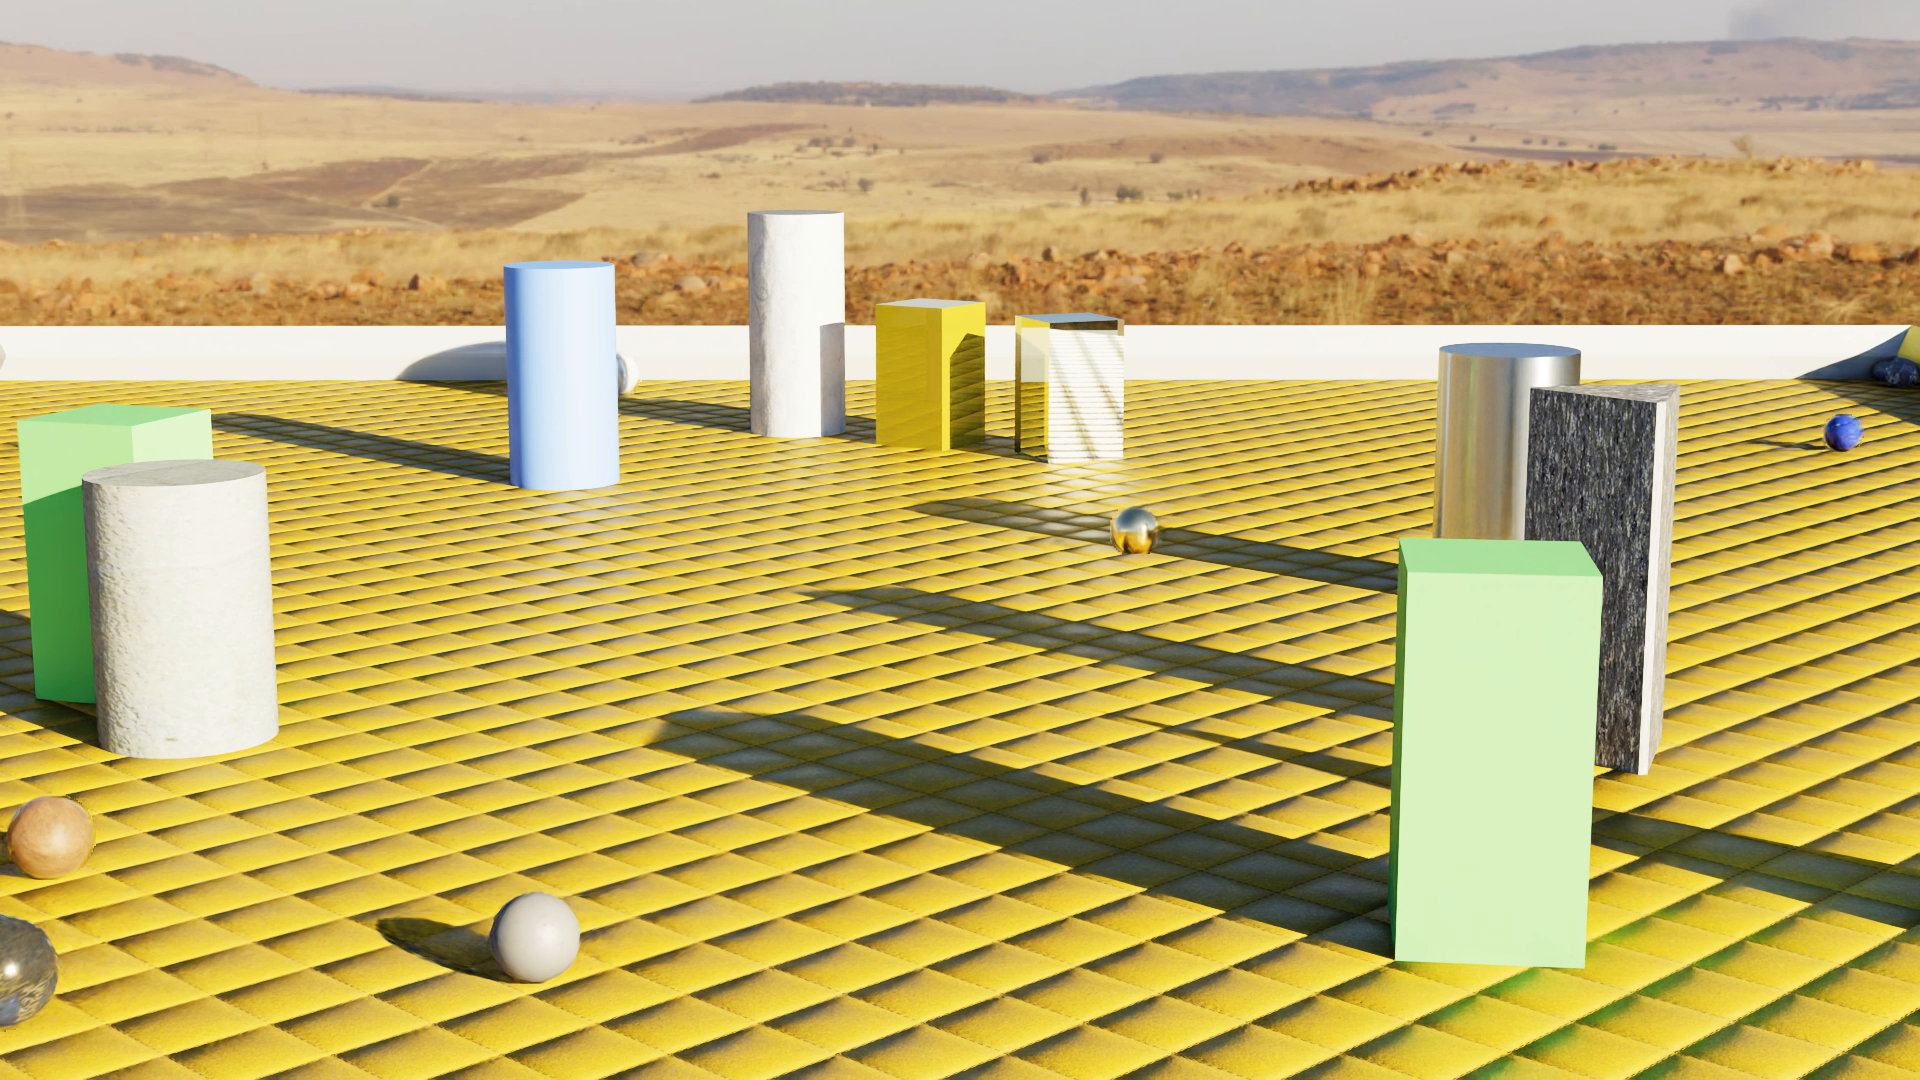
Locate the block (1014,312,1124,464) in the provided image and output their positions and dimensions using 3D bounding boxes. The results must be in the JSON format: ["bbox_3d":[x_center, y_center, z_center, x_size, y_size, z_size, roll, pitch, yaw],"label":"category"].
[{"bbox_3d":[0.203,-0.286,4.792,0.152,0.259,0.152,-4,11,-23],"label":"block"}]

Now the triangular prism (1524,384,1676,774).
[{"bbox_3d":[0.710,0.033,2.728,0.143,0.388,0.165,-9,14,-39],"label":"triangular prism"}]

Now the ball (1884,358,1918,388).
[{"bbox_3d":[2.132,-0.380,5.814,0.069,0.069,0.069,0,11,0],"label":"ball"}]

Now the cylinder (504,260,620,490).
[{"bbox_3d":[-0.695,-0.290,4.482,0.190,0.380,0.190,0,11,0],"label":"cylinder"}]

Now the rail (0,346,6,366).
[{"bbox_3d":[-2.201,0.034,3.437,0.045,0.124,5.095,0,11,0],"label":"rail"}]

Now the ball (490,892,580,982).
[{"bbox_3d":[-0.340,0.318,2.056,0.072,0.072,0.072,0,11,0],"label":"ball"}]

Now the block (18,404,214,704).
[{"bbox_3d":[-0.976,0.015,2.994,0.152,0.325,0.152,3,11,17],"label":"block"}]

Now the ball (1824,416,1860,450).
[{"bbox_3d":[1.675,-0.203,4.871,0.067,0.067,0.067,0,11,0],"label":"ball"}]

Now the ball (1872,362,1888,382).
[{"bbox_3d":[2.131,-0.389,5.925,0.047,0.047,0.047,0,11,0],"label":"ball"}]

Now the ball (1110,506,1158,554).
[{"bbox_3d":[0.262,-0.014,3.845,0.071,0.071,0.071,0,11,0],"label":"ball"}]

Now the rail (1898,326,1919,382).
[{"bbox_3d":[2.201,0.029,3.462,0.045,0.124,5.095,0,11,0],"label":"rail"}]

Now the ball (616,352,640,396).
[{"bbox_3d":[-0.758,-0.368,5.682,0.095,0.095,0.095,0,11,0],"label":"ball"}]

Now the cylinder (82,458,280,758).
[{"bbox_3d":[-0.845,0.071,2.785,0.190,0.292,0.190,0,11,0],"label":"cylinder"}]

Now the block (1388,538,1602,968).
[{"bbox_3d":[0.442,0.173,2.143,0.152,0.325,0.152,1,11,7],"label":"block"}]

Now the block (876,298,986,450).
[{"bbox_3d":[-0.056,-0.321,4.948,0.152,0.271,0.152,7,13,32],"label":"block"}]

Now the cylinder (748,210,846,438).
[{"bbox_3d":[-0.324,-0.433,5.099,0.190,0.435,0.190,0,11,0],"label":"cylinder"}]

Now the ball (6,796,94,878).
[{"bbox_3d":[-0.822,0.268,2.318,0.075,0.075,0.075,0,11,0],"label":"ball"}]

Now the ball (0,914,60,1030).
[{"bbox_3d":[-0.733,0.329,1.957,0.087,0.087,0.087,0,11,0],"label":"ball"}]

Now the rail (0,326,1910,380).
[{"bbox_3d":[-0.015,-0.430,5.931,4.449,0.124,0.045,0,11,0],"label":"rail"}]

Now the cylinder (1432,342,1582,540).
[{"bbox_3d":[0.748,-0.091,3.520,0.190,0.341,0.190,0,11,0],"label":"cylinder"}]
